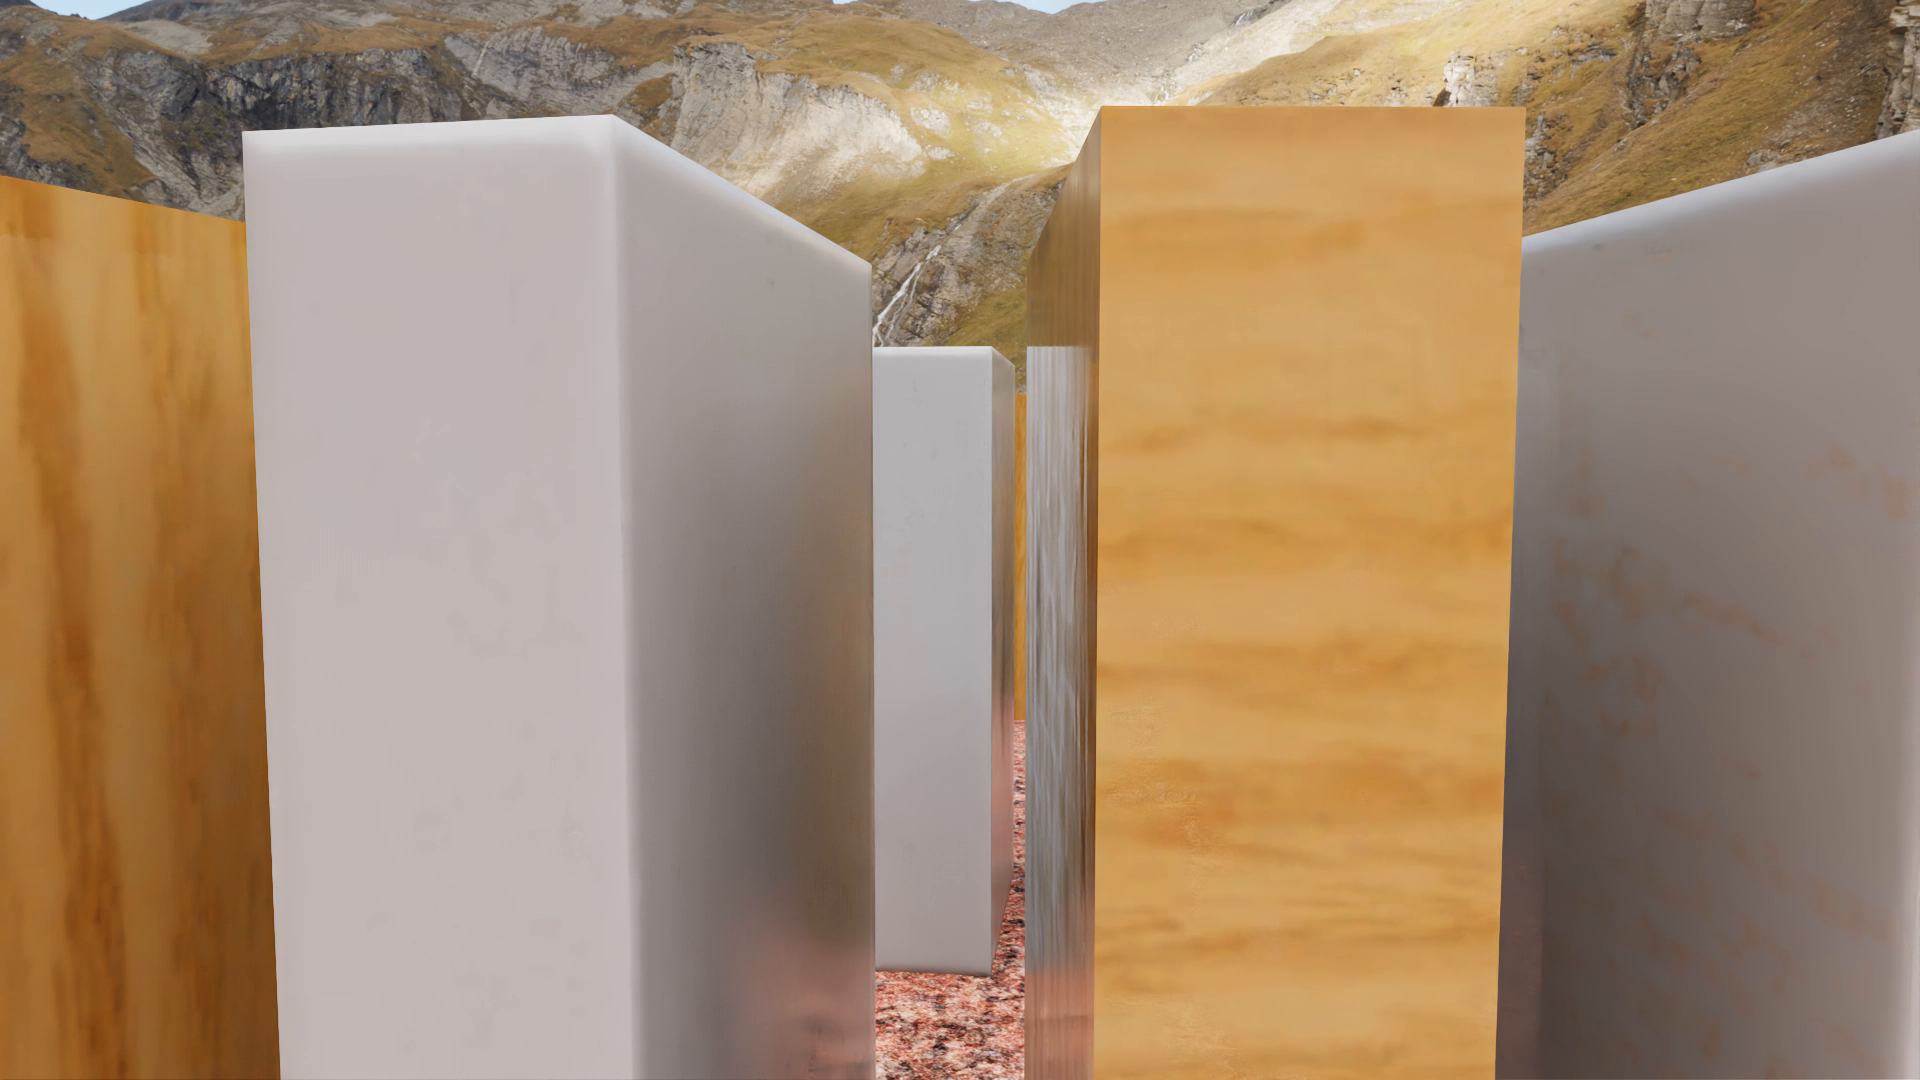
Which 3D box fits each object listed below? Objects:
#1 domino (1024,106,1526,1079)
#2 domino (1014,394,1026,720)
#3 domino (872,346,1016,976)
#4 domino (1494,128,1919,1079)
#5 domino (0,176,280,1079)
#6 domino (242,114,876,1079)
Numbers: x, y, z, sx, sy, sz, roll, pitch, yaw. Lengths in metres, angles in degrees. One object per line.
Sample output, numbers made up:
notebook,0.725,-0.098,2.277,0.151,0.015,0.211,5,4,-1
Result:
domino,0.008,0.014,0.043,0.010,0.050,0.025,0,4,-1
domino,0.000,0.003,0.201,0.025,0.050,0.010,0,4,1
domino,-0.001,0.009,0.114,0.009,0.050,0.025,0,4,7
domino,0.026,0.014,0.044,0.009,0.050,0.025,-1,4,-8
domino,-0.028,0.014,0.049,0.010,0.050,0.025,1,5,18
domino,-0.010,0.014,0.044,0.009,0.050,0.025,1,4,10
